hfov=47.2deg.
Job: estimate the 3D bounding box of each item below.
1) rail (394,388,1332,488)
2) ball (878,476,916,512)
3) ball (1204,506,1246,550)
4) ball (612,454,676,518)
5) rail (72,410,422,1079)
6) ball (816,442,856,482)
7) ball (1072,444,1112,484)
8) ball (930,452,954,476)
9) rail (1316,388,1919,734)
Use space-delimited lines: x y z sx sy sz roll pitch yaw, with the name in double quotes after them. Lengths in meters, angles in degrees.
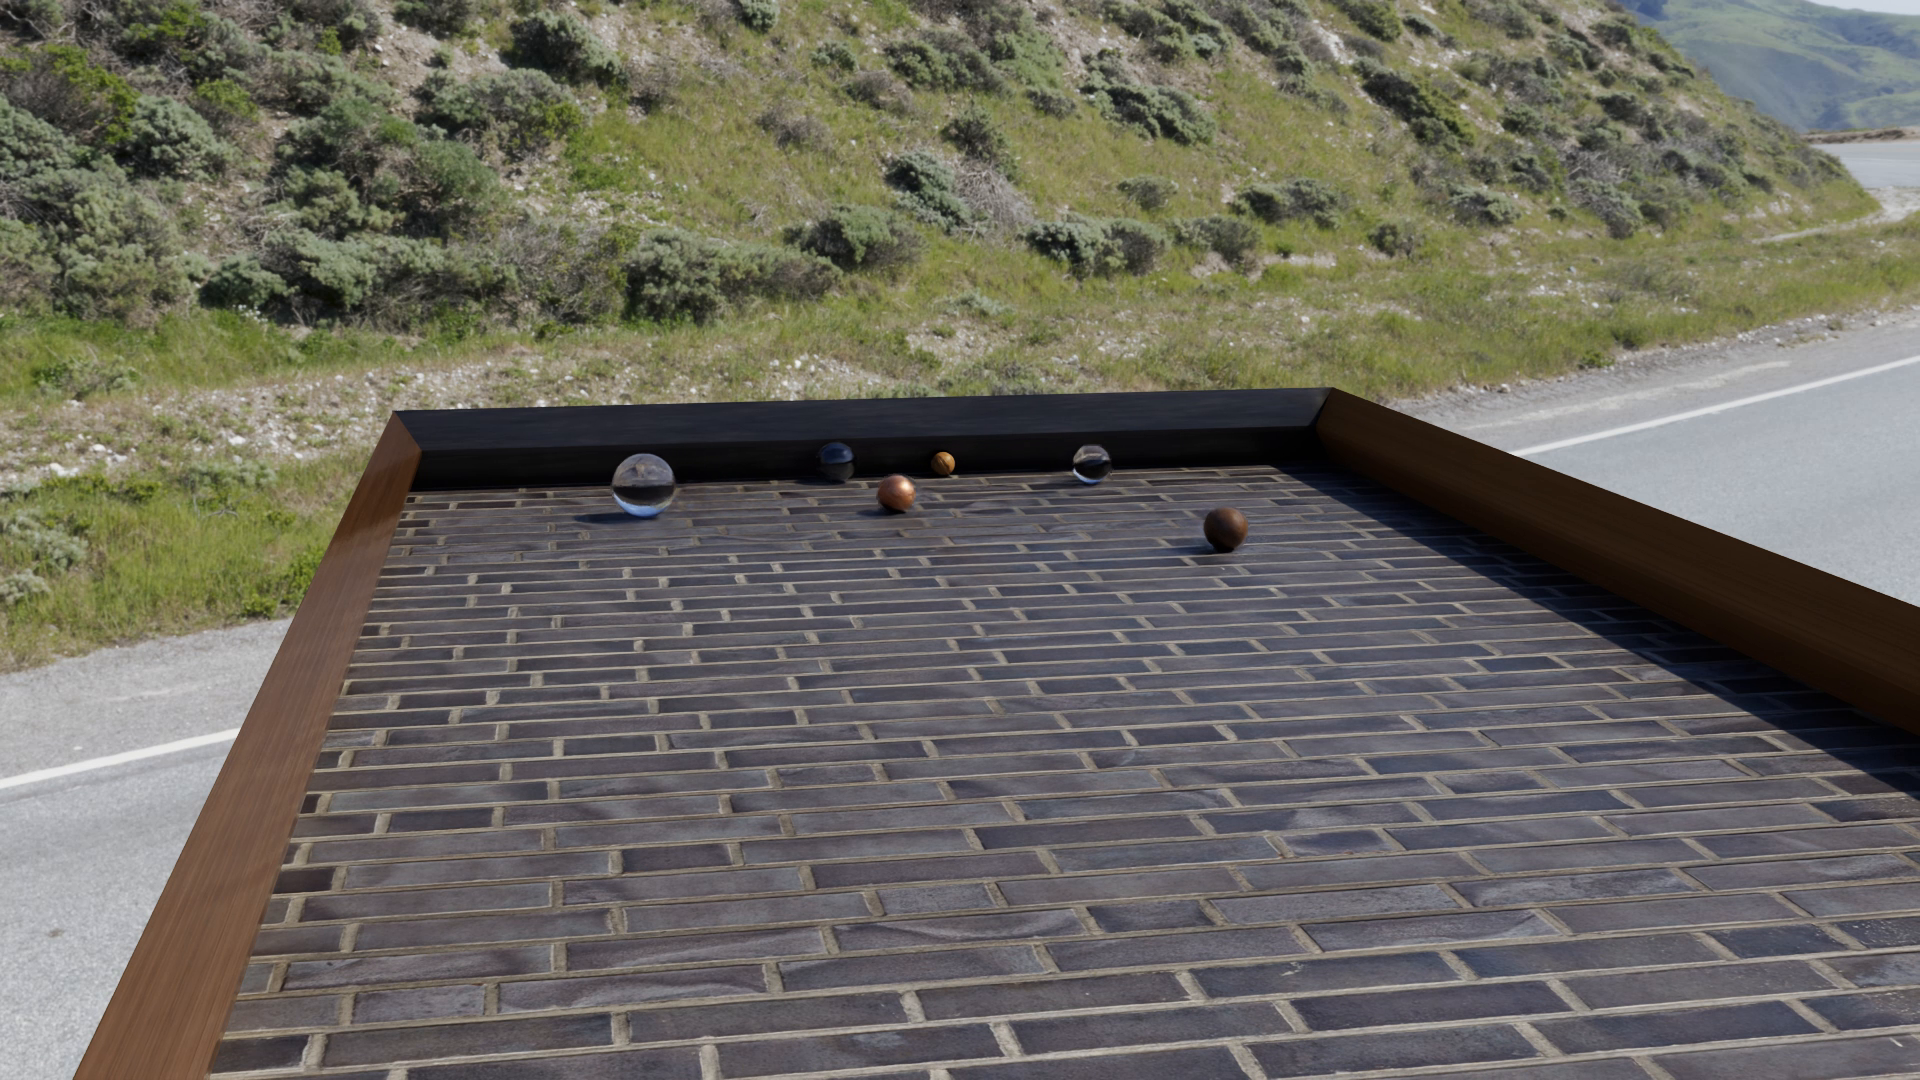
-0.128 -0.170 3.677 1.592 0.126 0.045 -2 12 -10 "rail"
-0.097 -0.071 3.366 0.057 0.057 0.057 0 12 0 "ball"
0.372 -0.016 3.088 0.061 0.061 0.061 0 12 0 "ball"
-0.477 -0.082 3.323 0.097 0.097 0.097 0 12 0 "ball"
-0.627 0.140 2.153 0.045 0.126 2.926 -2 12 -10 "rail"
-0.204 -0.128 3.622 0.067 0.067 0.067 0 12 0 "ball"
0.217 -0.125 3.616 0.063 0.063 0.063 0 12 0 "ball"
-0.029 -0.127 3.685 0.041 0.041 0.041 0 12 0 "ball"
0.892 0.084 2.427 0.045 0.126 2.926 -2 12 -10 "rail"
